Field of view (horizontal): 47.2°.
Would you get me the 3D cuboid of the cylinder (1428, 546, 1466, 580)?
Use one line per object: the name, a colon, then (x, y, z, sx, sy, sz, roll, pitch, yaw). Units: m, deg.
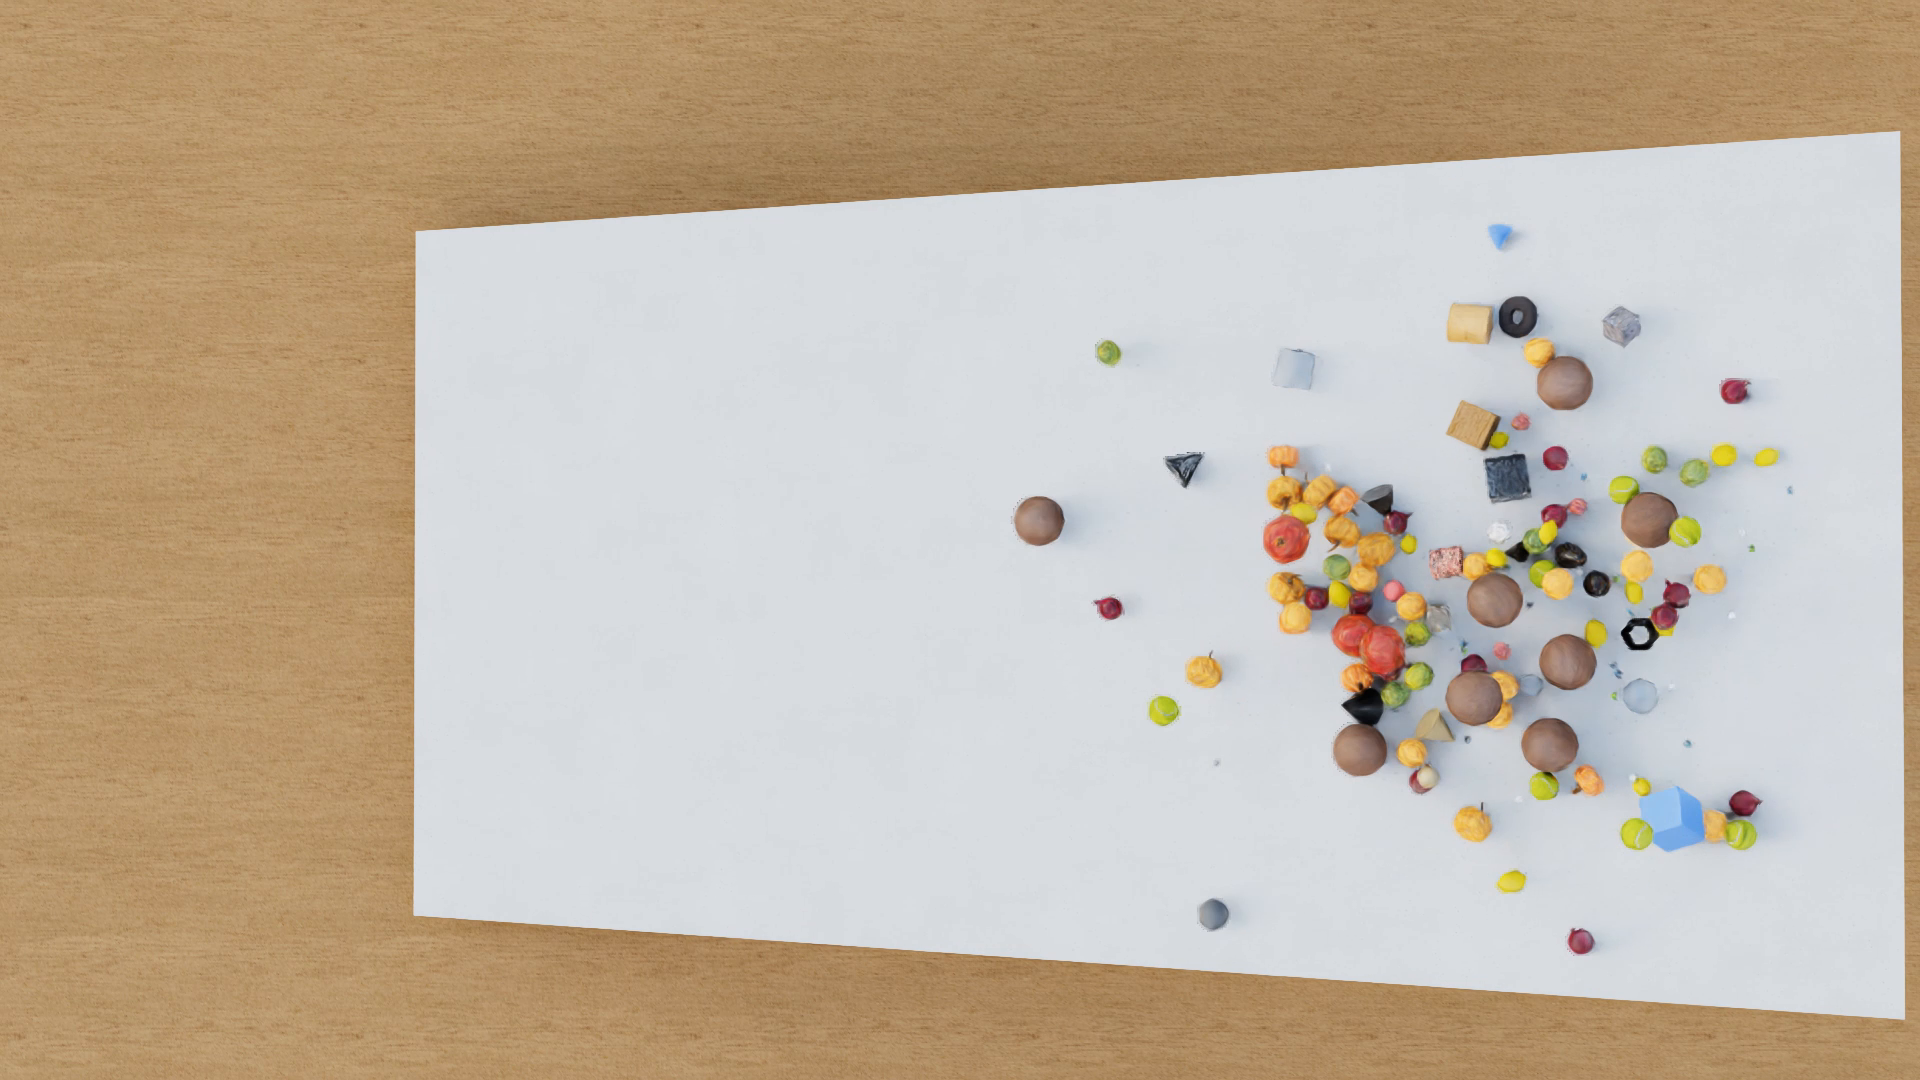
cylinder: (1.172, 0.055, 5.289, 0.071, 0.071, 0.071, -10, 89, 22)

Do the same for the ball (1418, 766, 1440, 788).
ball: (1.121, 0.567, 5.260, 0.054, 0.054, 0.054, 0, 89, 0)

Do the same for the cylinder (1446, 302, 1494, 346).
cylinder: (1.222, -0.518, 5.267, 0.092, 0.092, 0.092, 9, 89, 22)

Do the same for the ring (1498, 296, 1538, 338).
ring: (1.331, -0.533, 5.246, 0.100, 0.033, 0.100, 2, 93, 41)

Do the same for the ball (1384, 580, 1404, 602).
ball: (1.056, 0.124, 5.348, 0.051, 0.051, 0.051, 0, 89, 0)

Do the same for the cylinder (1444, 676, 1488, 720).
cylinder: (1.214, 0.378, 5.269, 0.074, 0.074, 0.074, 37, 103, 0)

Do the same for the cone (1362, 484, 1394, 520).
cone: (1.035, -0.080, 5.366, 0.082, 0.082, 0.082, -27, 108, 0)

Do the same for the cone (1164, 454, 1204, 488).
cone: (0.579, -0.193, 5.538, 0.091, 0.091, 0.091, -35, 89, -3)

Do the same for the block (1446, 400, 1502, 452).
block: (1.230, -0.274, 5.263, 0.090, 0.090, 0.090, 27, 99, 20)

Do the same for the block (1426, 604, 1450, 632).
block: (1.153, 0.187, 5.295, 0.053, 0.053, 0.053, -4, 104, 14)

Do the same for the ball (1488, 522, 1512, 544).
ball: (1.271, -0.017, 5.180, 0.054, 0.054, 0.054, 0, 89, 0)

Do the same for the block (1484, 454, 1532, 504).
block: (1.301, -0.146, 5.220, 0.094, 0.094, 0.094, -9, 80, 14)

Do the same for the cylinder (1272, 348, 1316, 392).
cylinder: (0.825, -0.420, 5.423, 0.093, 0.093, 0.093, 11, 94, 0)

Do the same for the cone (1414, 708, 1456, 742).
cone: (1.162, 0.465, 5.307, 0.090, 0.090, 0.090, 34, 89, -9)

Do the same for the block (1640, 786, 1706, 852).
block: (1.633, 0.640, 5.041, 0.099, 0.099, 0.099, 31, 48, -33)

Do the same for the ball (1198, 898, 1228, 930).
ball: (0.633, 0.935, 5.492, 0.076, 0.076, 0.076, 0, 89, 0)

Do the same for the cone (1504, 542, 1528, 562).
cone: (1.321, 0.030, 5.258, 0.053, 0.053, 0.053, 2, 87, -42)

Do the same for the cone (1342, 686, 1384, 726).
cone: (0.957, 0.403, 5.339, 0.098, 0.098, 0.098, 6, 89, -39)

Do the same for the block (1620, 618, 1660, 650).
block: (1.567, 0.218, 5.069, 0.052, 0.052, 0.052, -45, 111, -31)

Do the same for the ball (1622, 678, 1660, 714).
ball: (1.584, 0.364, 5.118, 0.081, 0.081, 0.081, 0, 89, 0)

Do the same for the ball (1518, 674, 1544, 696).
ball: (1.356, 0.345, 5.223, 0.056, 0.056, 0.056, 0, 89, 0)

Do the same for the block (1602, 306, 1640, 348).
block: (1.543, -0.498, 5.130, 0.059, 0.059, 0.059, -41, 47, -14)

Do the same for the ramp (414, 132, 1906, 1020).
ramp: (0.283, 0.087, 5.737, 4.000, 0.100, 2.000, 0, 89, 22)

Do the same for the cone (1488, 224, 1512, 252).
cone: (1.292, -0.719, 5.277, 0.060, 0.060, 0.060, -2, 118, 0)
